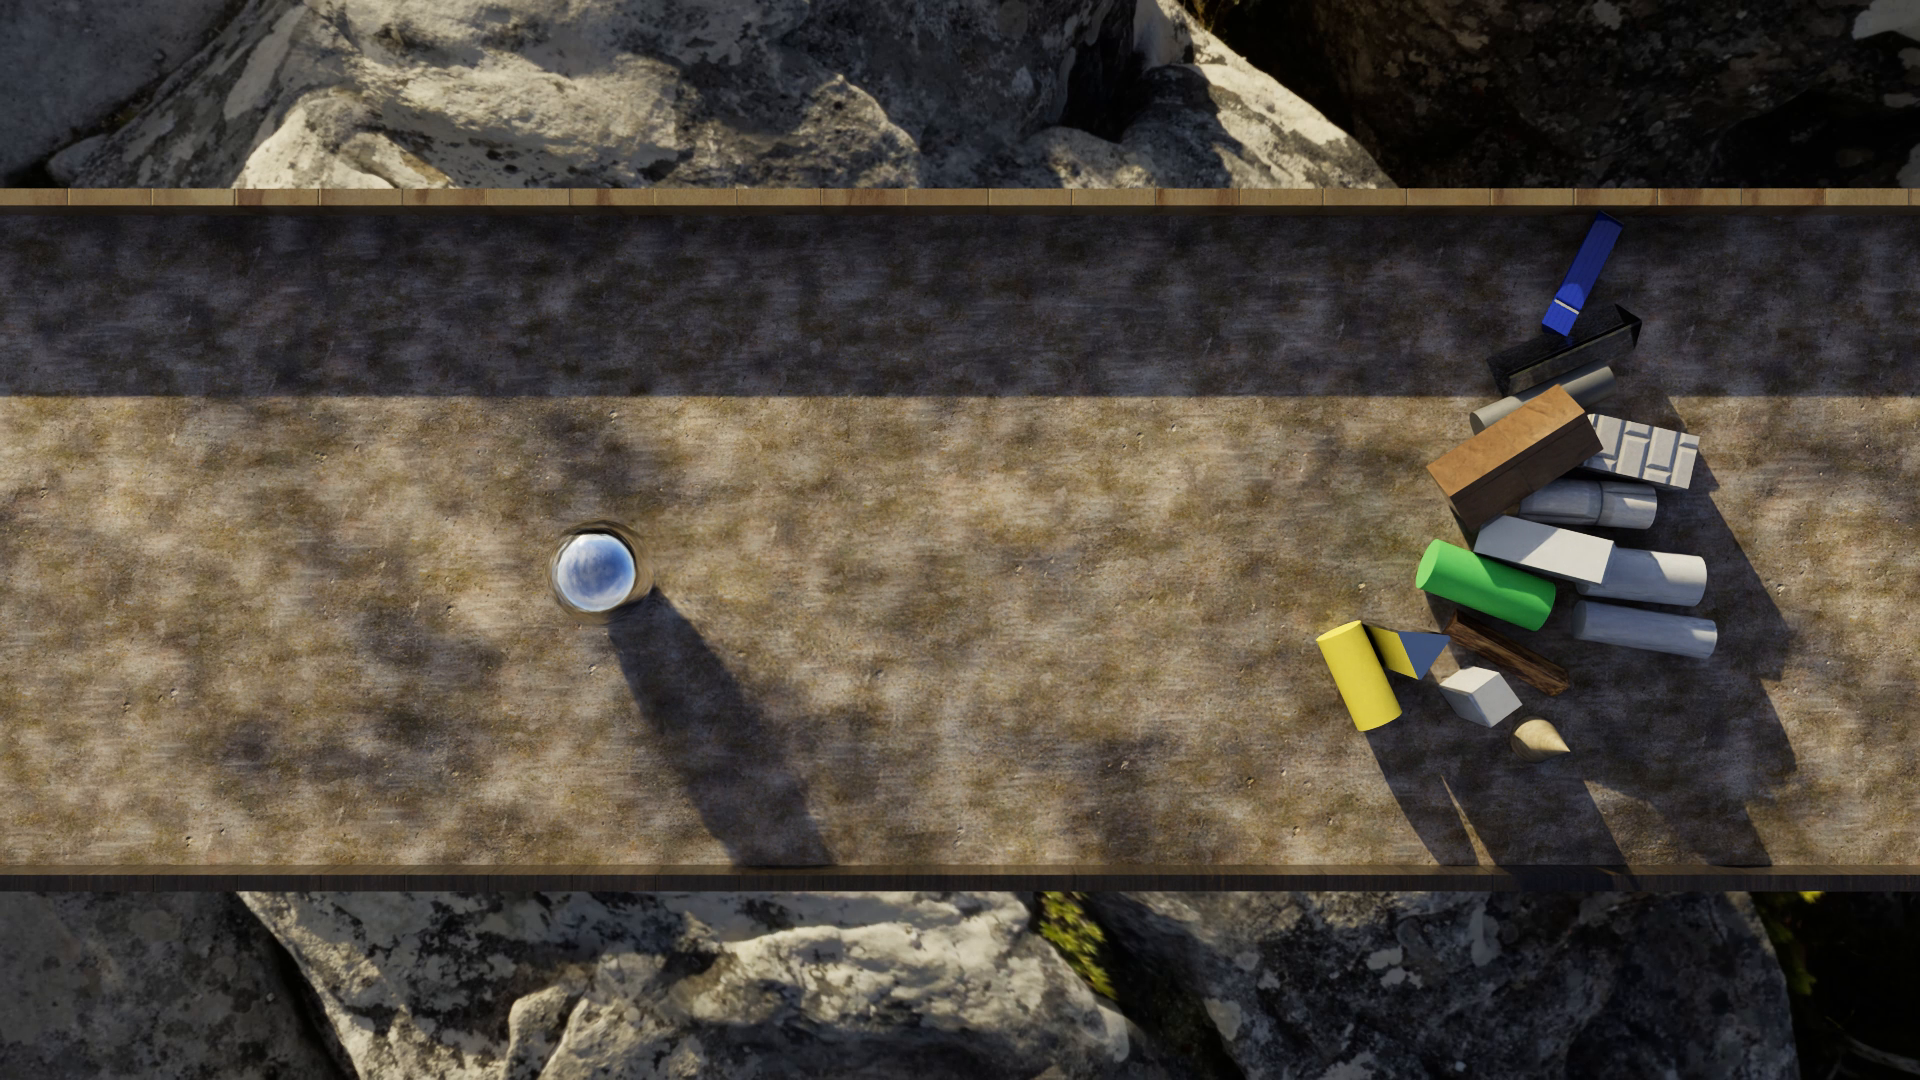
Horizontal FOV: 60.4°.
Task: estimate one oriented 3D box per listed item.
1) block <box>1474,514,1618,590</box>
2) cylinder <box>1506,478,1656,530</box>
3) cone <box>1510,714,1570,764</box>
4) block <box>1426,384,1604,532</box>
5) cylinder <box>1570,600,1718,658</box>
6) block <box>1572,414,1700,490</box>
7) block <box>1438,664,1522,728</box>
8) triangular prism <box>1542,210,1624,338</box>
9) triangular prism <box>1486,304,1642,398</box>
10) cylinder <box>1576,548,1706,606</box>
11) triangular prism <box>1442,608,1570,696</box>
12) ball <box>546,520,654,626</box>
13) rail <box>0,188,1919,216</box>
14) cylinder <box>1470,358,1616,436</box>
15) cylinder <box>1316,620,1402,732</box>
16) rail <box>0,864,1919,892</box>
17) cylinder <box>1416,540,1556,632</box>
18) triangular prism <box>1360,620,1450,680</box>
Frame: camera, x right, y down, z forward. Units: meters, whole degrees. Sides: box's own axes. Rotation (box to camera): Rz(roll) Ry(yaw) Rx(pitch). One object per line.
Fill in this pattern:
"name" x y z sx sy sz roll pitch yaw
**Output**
"block" 1.748 0.029 4.930 0.372 0.129 0.129 16 88 28
"cylinder" 1.883 -0.115 5.007 0.408 0.139 0.139 4 90 0
"cone" 1.767 0.612 4.926 0.151 0.302 0.151 0 90 0
"block" 1.650 -0.244 4.915 0.449 0.166 0.166 -34 125 11
"cylinder" 2.078 0.272 5.017 0.396 0.120 0.120 9 90 0
"block" 2.033 -0.265 4.997 0.320 0.159 0.159 12 90 0
"block" 1.548 0.464 4.924 0.114 0.305 0.114 -36 90 0
"triangular prism" 1.877 -0.814 5.017 0.079 0.091 0.385 27 90 -38
"triangular prism" 1.846 -0.572 5.008 0.430 0.129 0.149 -23 90 0
"cylinder" 2.060 0.107 4.999 0.335 0.156 0.156 6 90 0
"triangular prism" 1.676 0.346 5.035 0.394 0.079 0.091 29 90 0
"ball" -1.072 0.097 4.919 0.314 0.314 0.314 0 90 0
"rail" -2.247 -1.025 5.002 12.000 0.150 0.050 0 90 0
"cylinder" 1.772 -0.414 5.016 0.417 0.122 0.122 -23 90 0
"cylinder" 1.211 0.412 5.005 0.144 0.144 0.301 -25 90 0
"rail" -2.247 1.025 5.001 12.000 0.150 0.050 0 90 0
"cylinder" 1.591 0.137 4.997 0.373 0.159 0.159 21 90 0
"triangular prism" 1.278 0.290 4.858 0.129 0.432 0.149 35 90 -3
